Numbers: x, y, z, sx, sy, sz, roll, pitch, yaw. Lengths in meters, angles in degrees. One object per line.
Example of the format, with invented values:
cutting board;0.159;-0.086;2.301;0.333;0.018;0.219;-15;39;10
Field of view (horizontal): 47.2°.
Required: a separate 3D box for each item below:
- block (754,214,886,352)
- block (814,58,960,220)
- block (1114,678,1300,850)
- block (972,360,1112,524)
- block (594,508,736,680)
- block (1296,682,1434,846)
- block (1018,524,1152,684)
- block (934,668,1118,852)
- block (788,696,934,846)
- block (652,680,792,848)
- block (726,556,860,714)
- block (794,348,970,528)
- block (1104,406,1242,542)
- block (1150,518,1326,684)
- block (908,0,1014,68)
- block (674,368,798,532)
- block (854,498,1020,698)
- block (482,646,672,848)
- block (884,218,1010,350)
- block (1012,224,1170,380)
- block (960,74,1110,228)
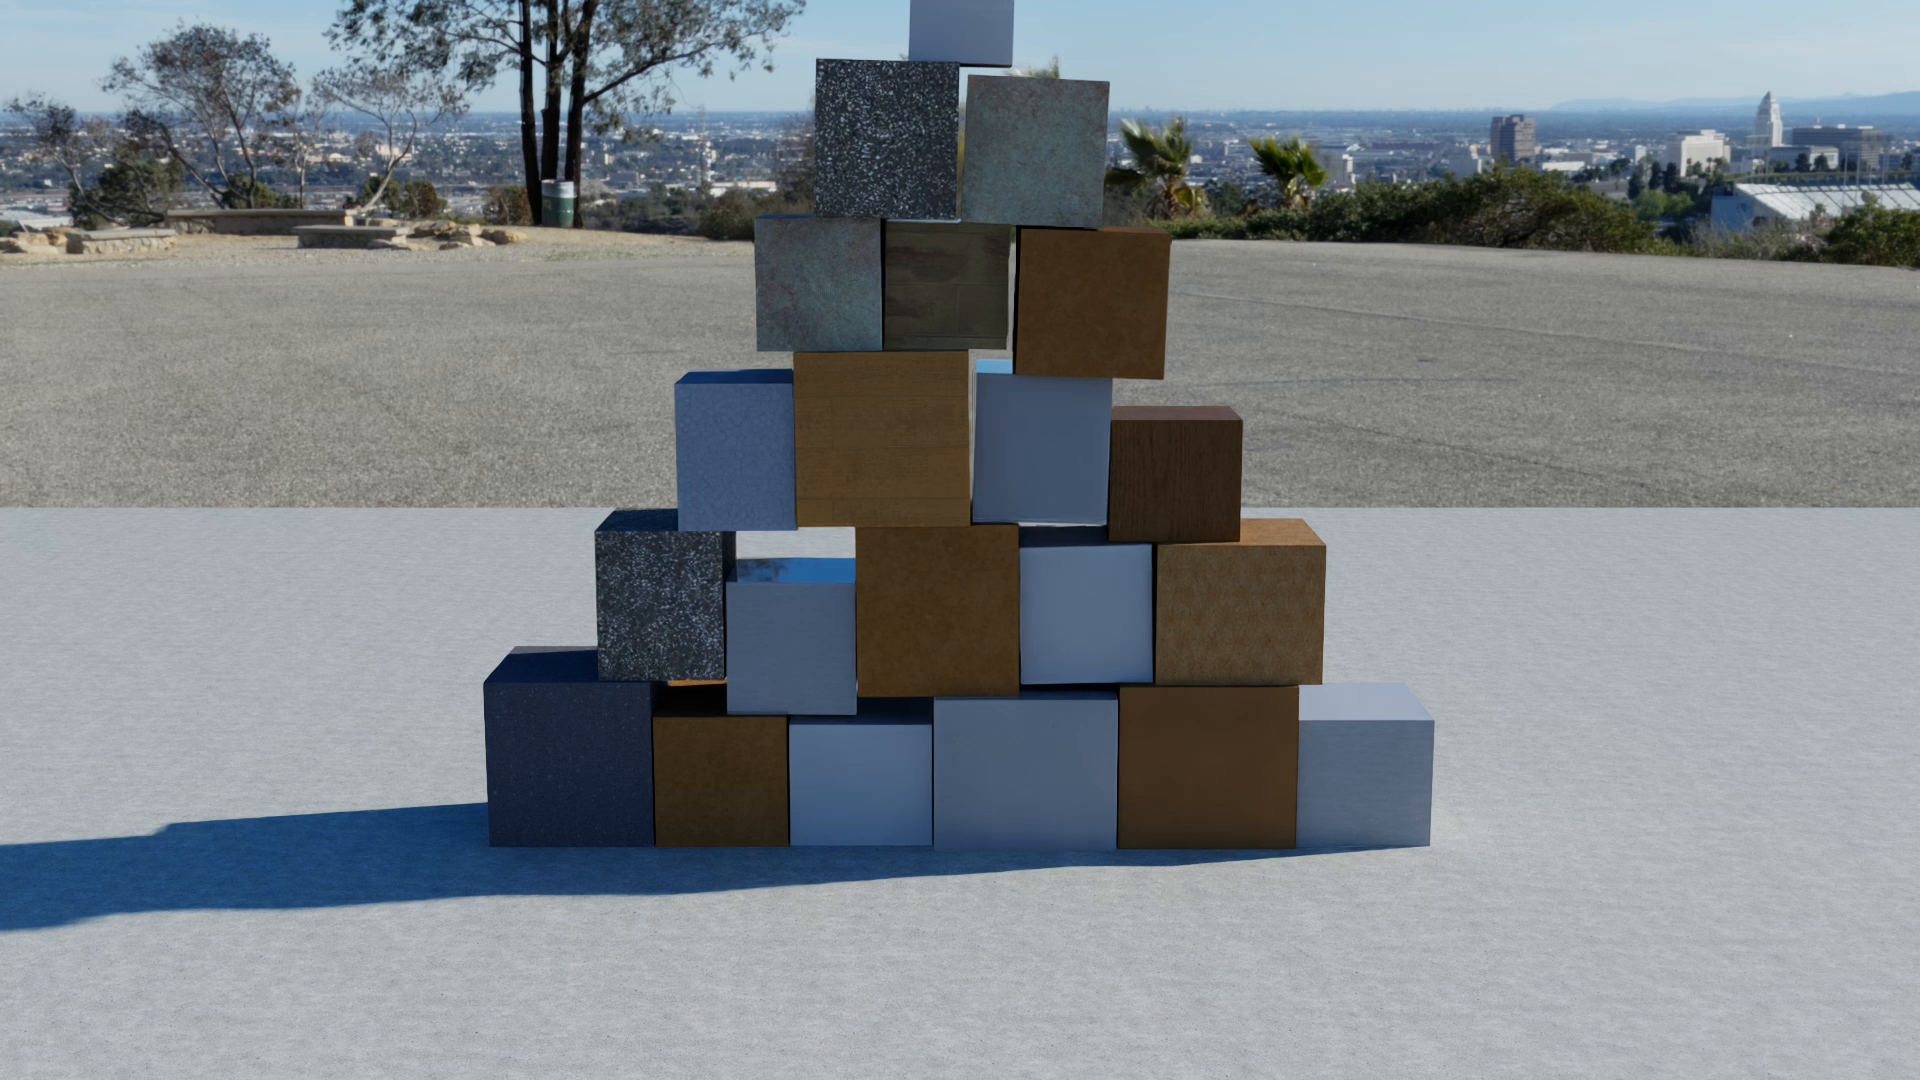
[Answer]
block;-0.683;-1.288;10.930;0.606;0.639;0.663;0;10;0
block;-0.351;-1.969;10.818;0.678;0.738;0.779;2;10;0
block;1.236;1.066;11.367;0.889;0.836;0.835;0;10;0
block;0.402;-0.504;11.109;0.664;0.734;0.658;2;10;0
block;-1.487;0.266;11.236;0.627;0.755;0.702;0;10;0
block;2.029;1.151;11.404;0.677;0.654;0.776;0;10;0
block;0.625;0.314;11.246;0.659;0.694;0.658;-1;10;0
block;0.325;1.095;11.365;0.912;0.780;0.890;0;10;0
block;-0.498;1.165;11.406;0.715;0.627;0.749;0;10;0
block;-1.197;1.144;11.394;0.664;0.673;0.790;0;10;0
block;-0.838;0.482;11.270;0.647;0.674;0.661;0;10;0
block;-0.378;-0.560;11.085;0.847;0.855;0.832;0;10;0
block;1.064;-0.342;11.130;0.649;0.608;0.579;0;10;0
block;1.387;0.303;11.256;0.829;0.706;0.786;0;10;0
block;0.010;-2.578;10.709;0.498;0.521;0.483;2;10;0
block;-1.095;-0.465;11.102;0.587;0.728;0.702;0;10;0
block;-0.111;0.281;11.248;0.801;0.862;0.811;0;10;0
block;-1.954;1.055;11.385;0.828;0.852;0.809;0;10;0
block;-0.063;-1.285;10.956;0.597;0.607;0.606;1;10;0
block;0.640;-1.197;10.945;0.718;0.702;0.716;2;10;0
block;0.359;-1.912;10.826;0.676;0.696;0.628;3;10;0
